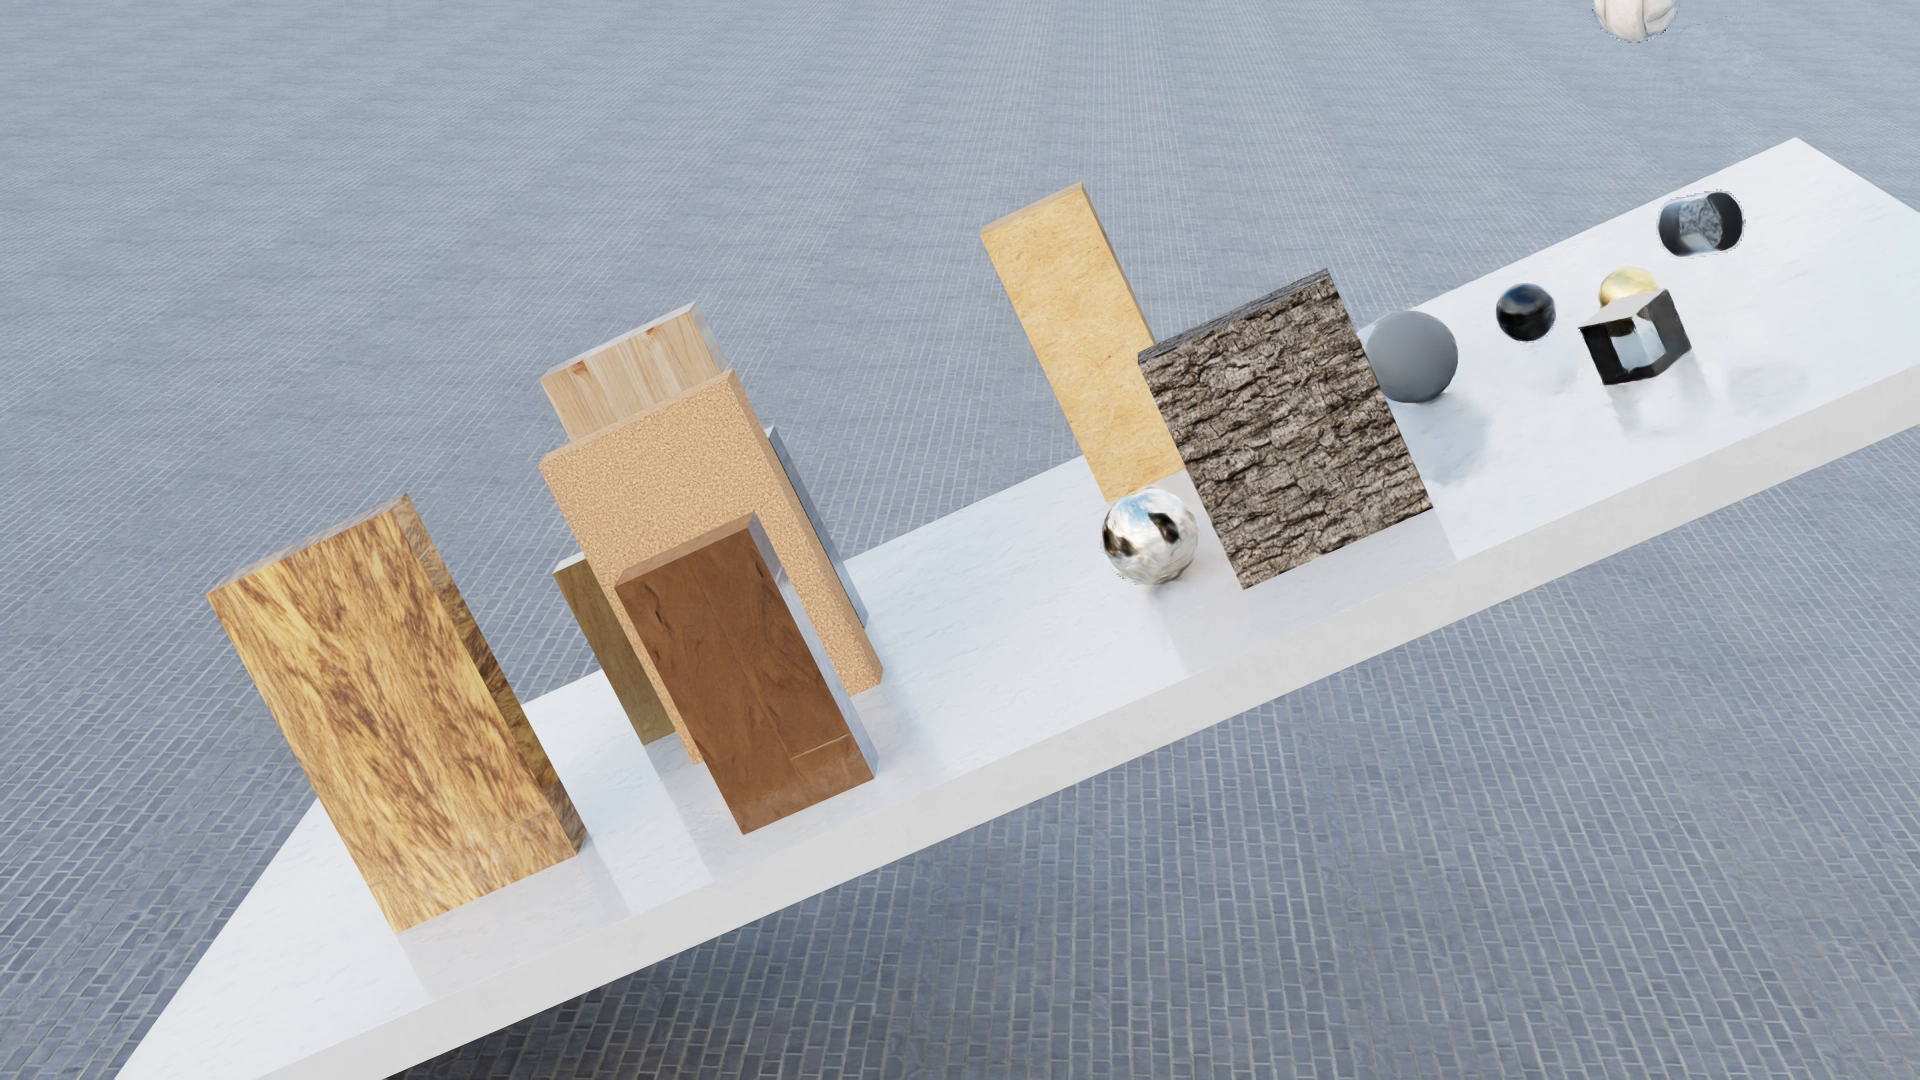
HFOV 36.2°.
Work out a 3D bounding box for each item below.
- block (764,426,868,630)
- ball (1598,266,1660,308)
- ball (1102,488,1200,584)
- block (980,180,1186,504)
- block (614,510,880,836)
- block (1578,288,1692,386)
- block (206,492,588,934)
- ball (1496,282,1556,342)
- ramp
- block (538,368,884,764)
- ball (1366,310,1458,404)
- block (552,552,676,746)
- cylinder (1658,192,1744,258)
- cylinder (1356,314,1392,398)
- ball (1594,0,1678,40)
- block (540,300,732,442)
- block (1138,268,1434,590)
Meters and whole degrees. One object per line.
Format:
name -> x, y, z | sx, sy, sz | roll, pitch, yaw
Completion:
block -> -0.512, 0.059, 6.629 | 0.436, 0.488, 0.115 | -24, 13, 9
ball -> 1.375, -0.502, 6.041 | 0.124, 0.124, 0.124 | 0, 16, 0
ball -> 0.379, -0.008, 5.859 | 0.193, 0.193, 0.193 | 0, 16, 0
block -> 0.303, -0.444, 6.622 | 0.247, 0.675, 0.115 | -24, 13, 9
block -> -0.399, 0.253, 5.554 | 0.278, 0.540, 0.119 | -24, 13, 9
block -> 1.315, -0.394, 5.723 | 0.130, 0.130, 0.130 | -35, 16, -35
block -> -1.136, 0.357, 5.972 | 0.423, 0.800, 0.132 | -24, 13, 9
ball -> 1.209, -0.487, 6.284 | 0.128, 0.128, 0.128 | 0, 16, 0
ramp -> 0.136, 0.169, 6.282 | 4.000, 0.100, 2.000 | -24, 13, 9
block -> -0.514, 0.060, 6.128 | 0.435, 0.715, 0.103 | -24, 13, 9
ball -> 0.956, -0.387, 6.226 | 0.196, 0.196, 0.196 | 0, 16, 0
block -> -0.671, 0.197, 6.505 | 0.276, 0.439, 0.095 | -24, 13, 9
cylinder -> 1.465, -0.623, 5.816 | 0.115, 0.115, 0.115 | -9, 2, -28
cylinder -> 0.910, -0.388, 6.404 | 0.157, 0.157, 0.157 | -33, 31, -27
ball -> 1.326, -1.062, 5.771 | 0.161, 0.161, 0.161 | 0, 16, 0
block -> -0.663, -0.154, 7.167 | 0.404, 0.748, 0.132 | -24, 13, 9
block -> 0.613, -0.208, 5.548 | 0.390, 0.483, 0.101 | -24, 13, 9
